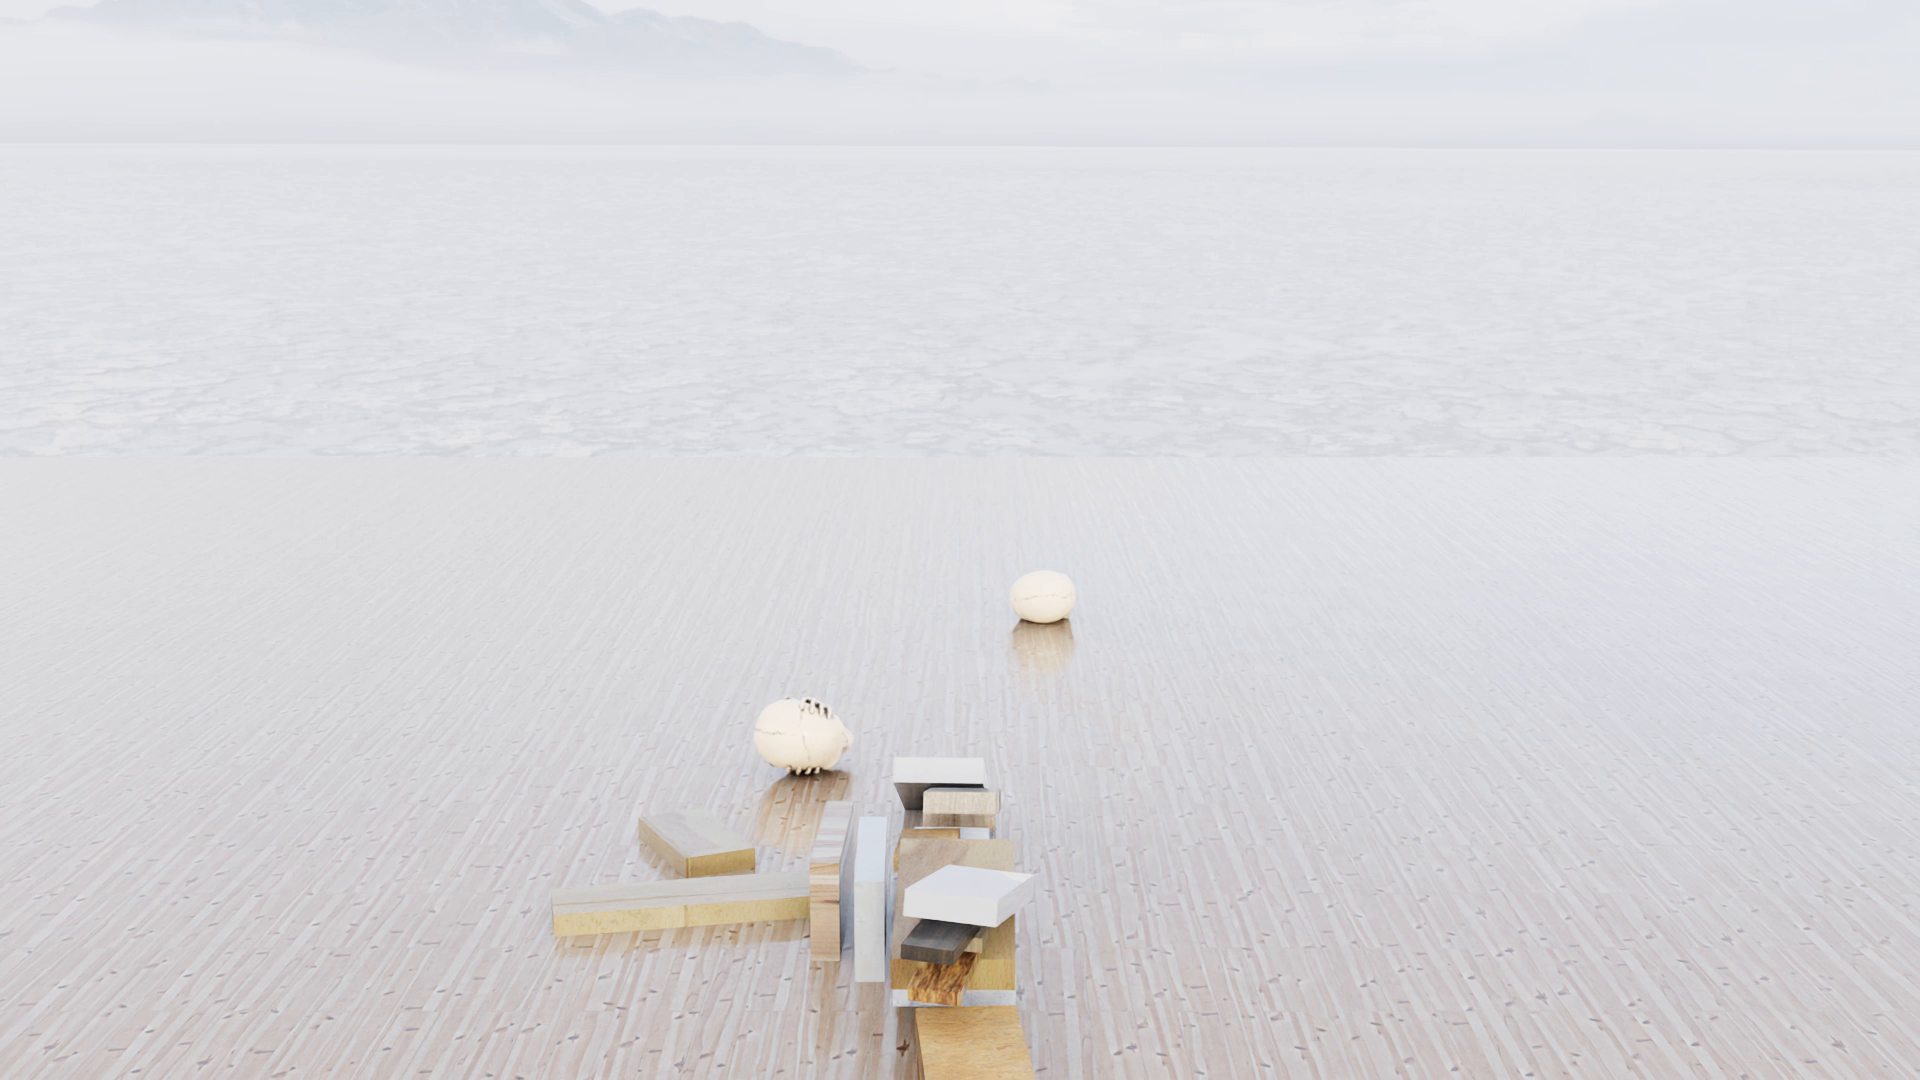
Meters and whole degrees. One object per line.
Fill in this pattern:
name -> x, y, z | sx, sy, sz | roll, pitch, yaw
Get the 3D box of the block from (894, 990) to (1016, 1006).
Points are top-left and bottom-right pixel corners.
block -> -0.005, 0.620, 3.230 | 0.171, 0.048, 0.342 | 0, 2, 1

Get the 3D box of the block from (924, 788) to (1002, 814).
block -> 0.006, 0.443, 3.739 | 0.124, 0.035, 0.247 | 1, -5, 2

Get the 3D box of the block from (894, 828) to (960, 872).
block -> -0.052, 0.498, 3.542 | 0.096, 0.027, 0.192 | -2, 5, 3

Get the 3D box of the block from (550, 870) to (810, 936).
block -> -0.446, 0.589, 3.575 | 0.425, 0.036, 0.127 | -2, 11, -12

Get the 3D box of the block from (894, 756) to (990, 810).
block -> -0.031, 0.443, 3.975 | 0.157, 0.044, 0.314 | 0, -16, 3

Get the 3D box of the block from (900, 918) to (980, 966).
block -> -0.025, 0.528, 2.927 | 0.071, 0.020, 0.142 | 5, 11, 14

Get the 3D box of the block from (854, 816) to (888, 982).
block -> -0.138, 0.555, 3.428 | 0.044, 0.157, 0.314 | 0, 11, -1

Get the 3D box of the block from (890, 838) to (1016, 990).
block -> -0.007, 0.534, 3.167 | 0.171, 0.048, 0.342 | 0, 21, 1

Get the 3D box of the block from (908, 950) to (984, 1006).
block -> -0.019, 0.577, 2.957 | 0.071, 0.020, 0.142 | 4, 21, 12

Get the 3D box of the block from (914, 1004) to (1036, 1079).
block -> 0.018, 0.680, 2.864 | 0.138, 0.039, 0.276 | -1, 10, -4

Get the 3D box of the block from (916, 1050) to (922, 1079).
block -> 0.025, 0.746, 2.720 | 0.138, 0.039, 0.559 | -1, 11, -3

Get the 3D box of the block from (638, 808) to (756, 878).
block -> -0.466, 0.533, 3.879 | 0.127, 0.036, 0.254 | -5, 12, -26

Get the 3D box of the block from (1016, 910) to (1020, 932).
block -> 0.002, 0.568, 3.415 | 0.171, 0.048, 0.342 | 0, -4, 0

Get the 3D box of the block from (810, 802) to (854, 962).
block -> -0.203, 0.539, 3.511 | 0.044, 0.157, 0.314 | 0, 11, 1

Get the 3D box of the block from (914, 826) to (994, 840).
block -> -0.008, 0.513, 3.765 | 0.124, 0.035, 0.248 | 0, -9, 2

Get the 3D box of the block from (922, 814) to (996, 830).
block -> 0.001, 0.493, 3.918 | 0.124, 0.035, 0.247 | 1, -5, 1

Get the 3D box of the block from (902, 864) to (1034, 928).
block -> 0.015, 0.490, 3.039 | 0.127, 0.036, 0.254 | 5, 0, 13

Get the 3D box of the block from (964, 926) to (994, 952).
block -> 0.007, 0.531, 3.030 | 0.071, 0.020, 0.142 | 4, 11, 9
